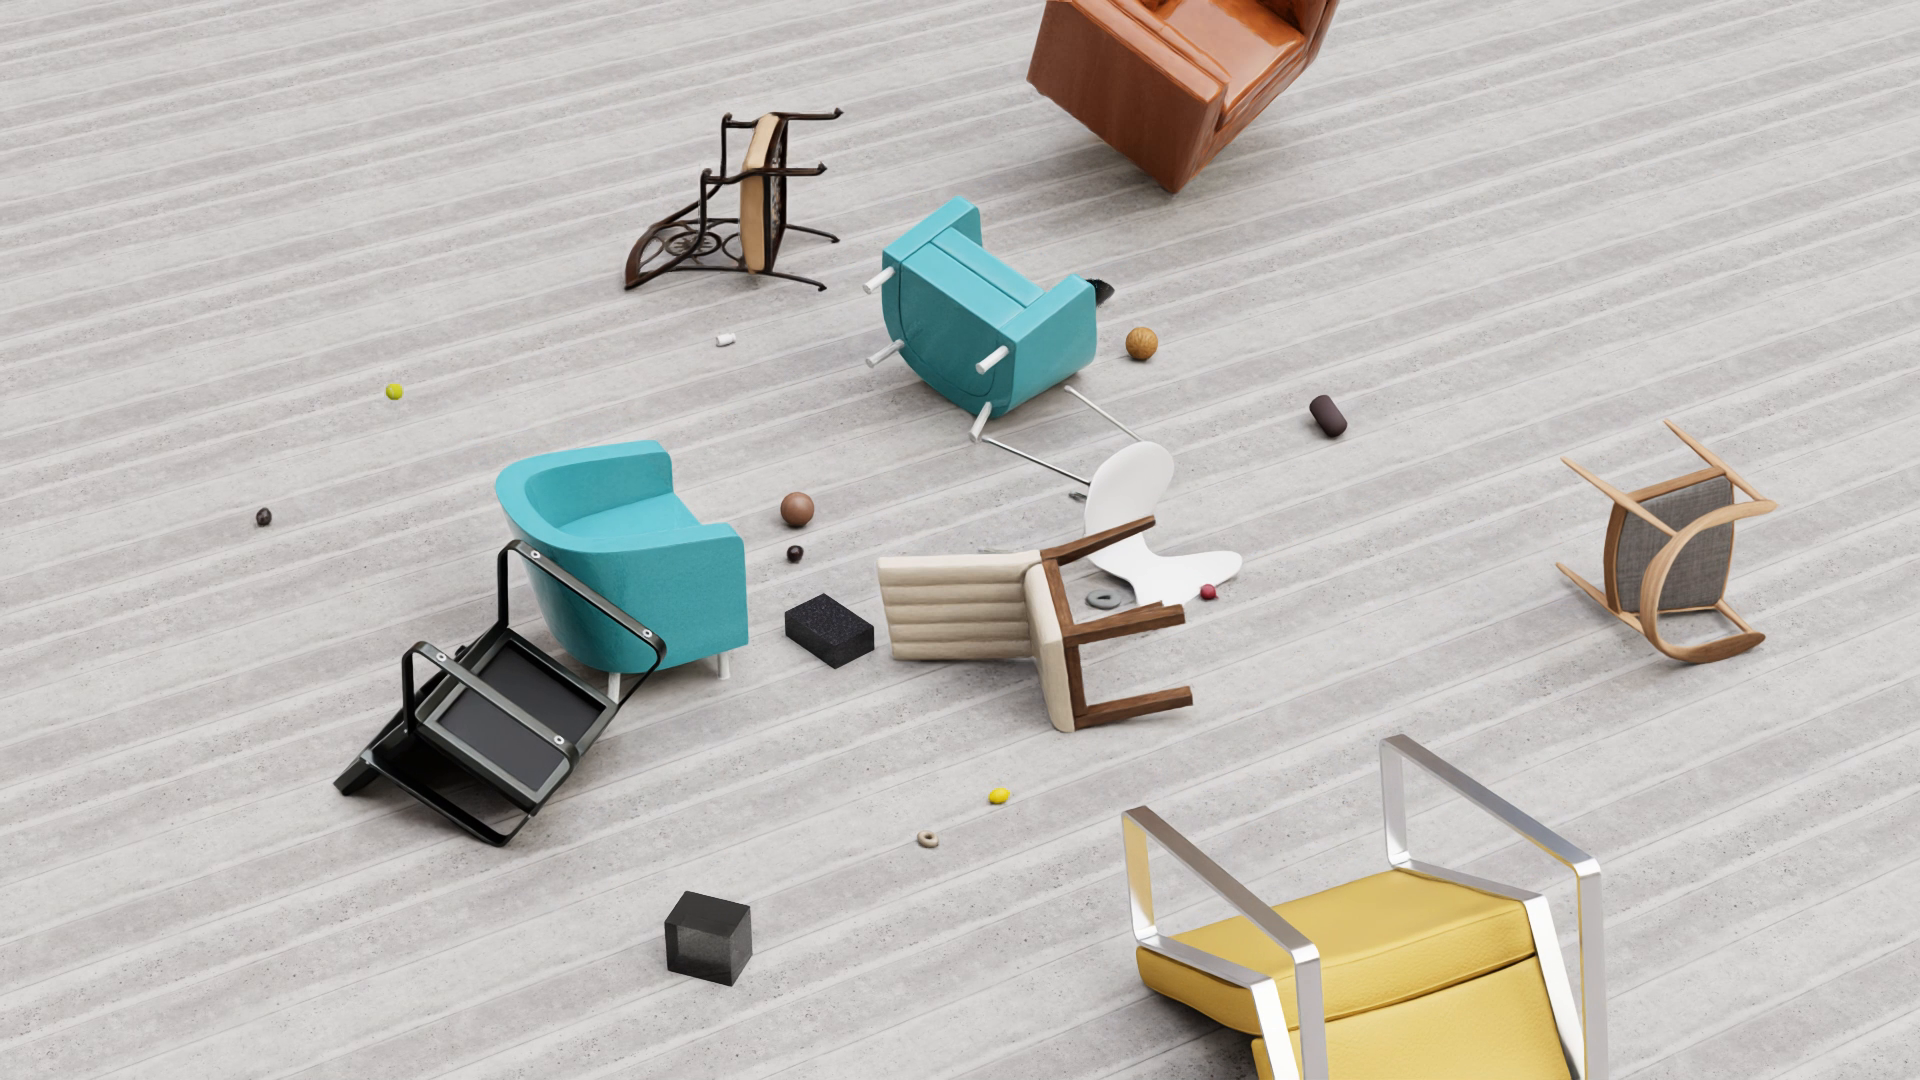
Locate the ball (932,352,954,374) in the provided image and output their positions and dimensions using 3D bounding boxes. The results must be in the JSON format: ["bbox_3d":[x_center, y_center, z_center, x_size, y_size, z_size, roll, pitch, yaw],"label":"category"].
[{"bbox_3d":[-0.069,-0.723,11.966,0.082,0.082,0.082,0,33,0],"label":"ball"}]

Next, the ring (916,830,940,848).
[{"bbox_3d":[-0.103,0.963,9.457,0.081,0.028,0.061,27,43,36],"label":"ring"}]

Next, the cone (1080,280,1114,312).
[{"bbox_3d":[0.569,-1.018,12.431,0.154,0.155,0.115,21,68,-19],"label":"cone"}]

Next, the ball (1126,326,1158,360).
[{"bbox_3d":[0.747,-0.808,12.048,0.136,0.136,0.136,0,33,0],"label":"ball"}]

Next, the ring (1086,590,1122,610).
[{"bbox_3d":[0.518,0.214,10.594,0.130,0.029,0.102,9,35,14],"label":"ring"}]

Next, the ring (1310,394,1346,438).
[{"bbox_3d":[1.454,-0.490,11.576,0.095,0.123,0.210,-35,45,8],"label":"ring"}]

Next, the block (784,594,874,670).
[{"bbox_3d":[-0.461,0.321,10.366,0.181,0.100,0.278,-26,41,-34],"label":"block"}]

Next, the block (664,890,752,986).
[{"bbox_3d":[-0.765,1.213,8.927,0.215,0.195,0.157,11,35,17],"label":"block"}]
